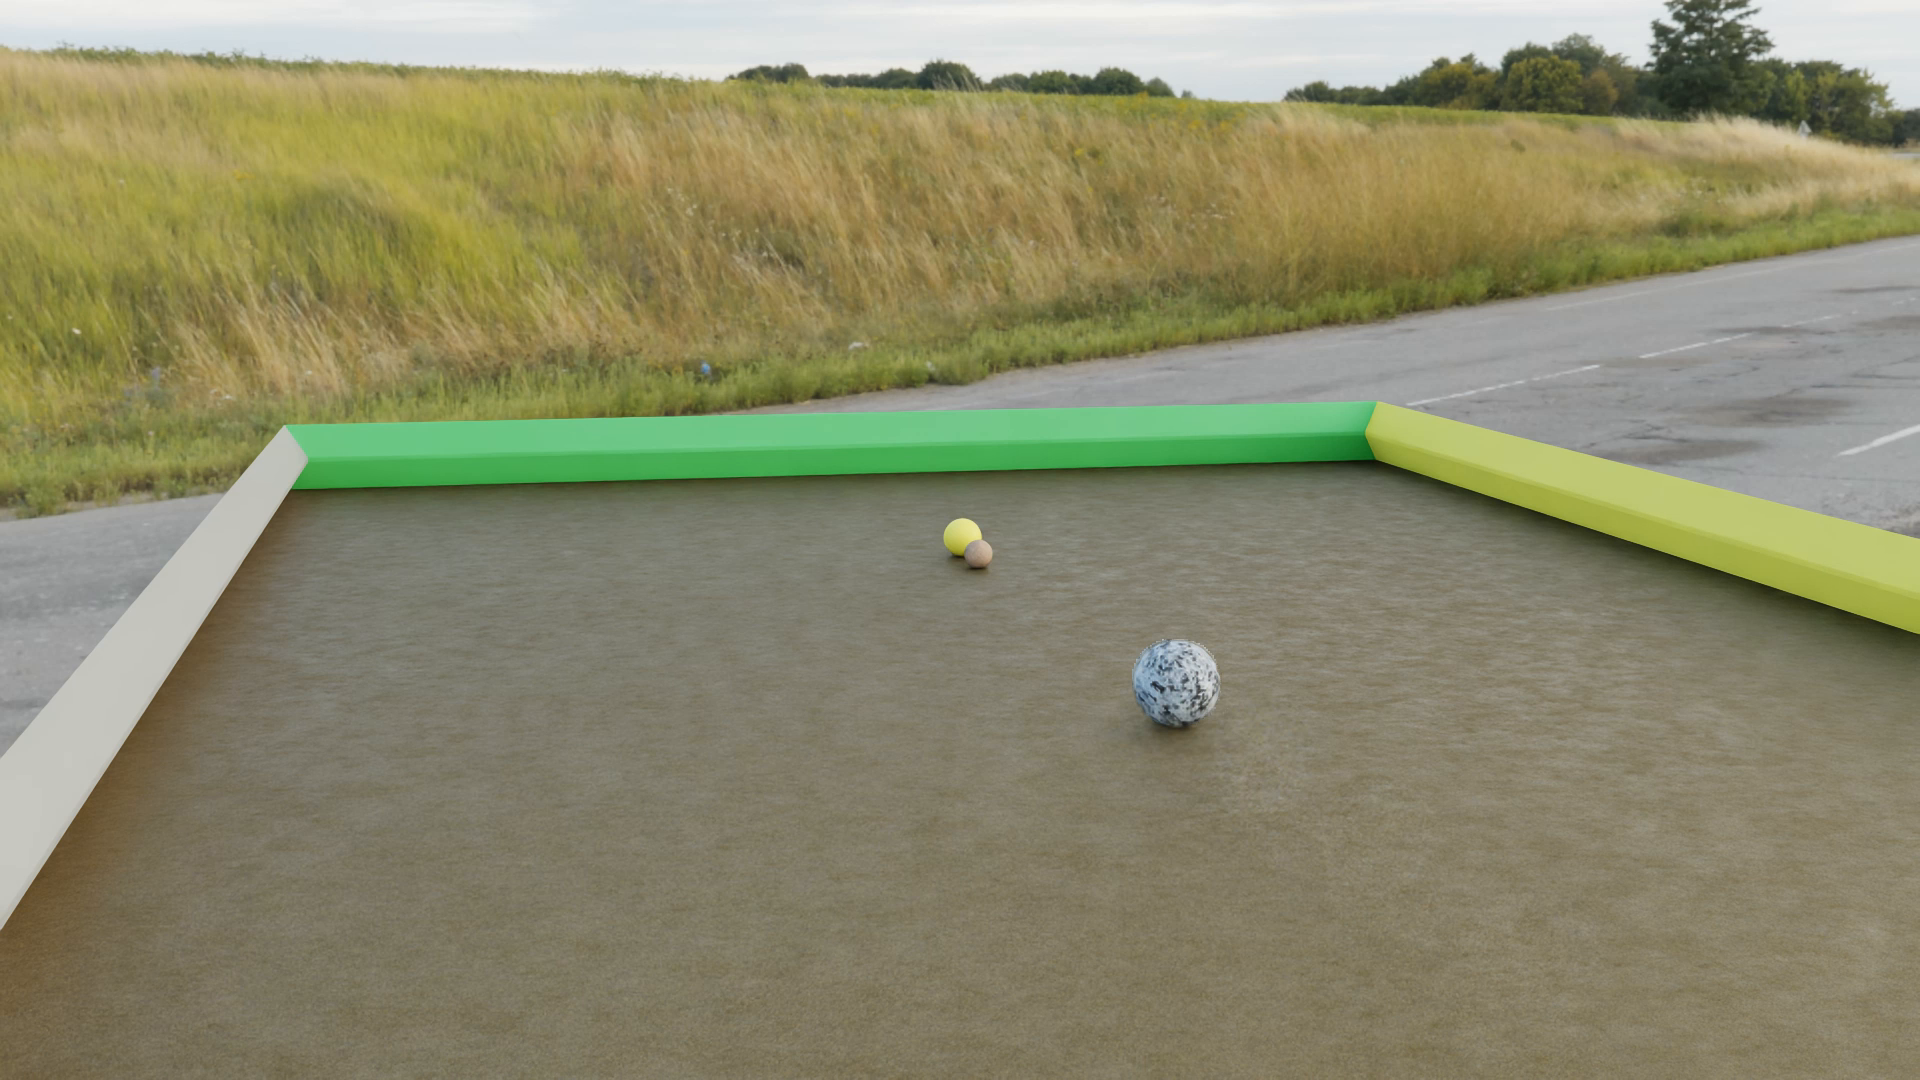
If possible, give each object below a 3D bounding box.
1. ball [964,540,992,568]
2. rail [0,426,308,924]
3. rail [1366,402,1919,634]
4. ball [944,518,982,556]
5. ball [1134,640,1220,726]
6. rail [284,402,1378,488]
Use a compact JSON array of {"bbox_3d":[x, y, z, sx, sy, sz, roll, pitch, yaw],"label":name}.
[{"bbox_3d":[0.028,0.021,3.280,0.043,0.043,0.043,0,9,0],"label":"ball"},{"bbox_3d":[-0.838,0.156,2.221,0.045,0.119,3.902,-2,10,-12],"label":"rail"},{"bbox_3d":[1.236,0.086,2.647,0.045,0.119,3.902,-2,10,-12],"label":"rail"},{"bbox_3d":[0.004,-0.004,3.380,0.059,0.059,0.059,0,9,0],"label":"ball"},{"bbox_3d":[0.230,0.152,2.336,0.092,0.092,0.092,0,9,0],"label":"ball"},{"bbox_3d":[-0.194,-0.187,4.295,2.166,0.119,0.045,-2,10,-12],"label":"rail"}]
